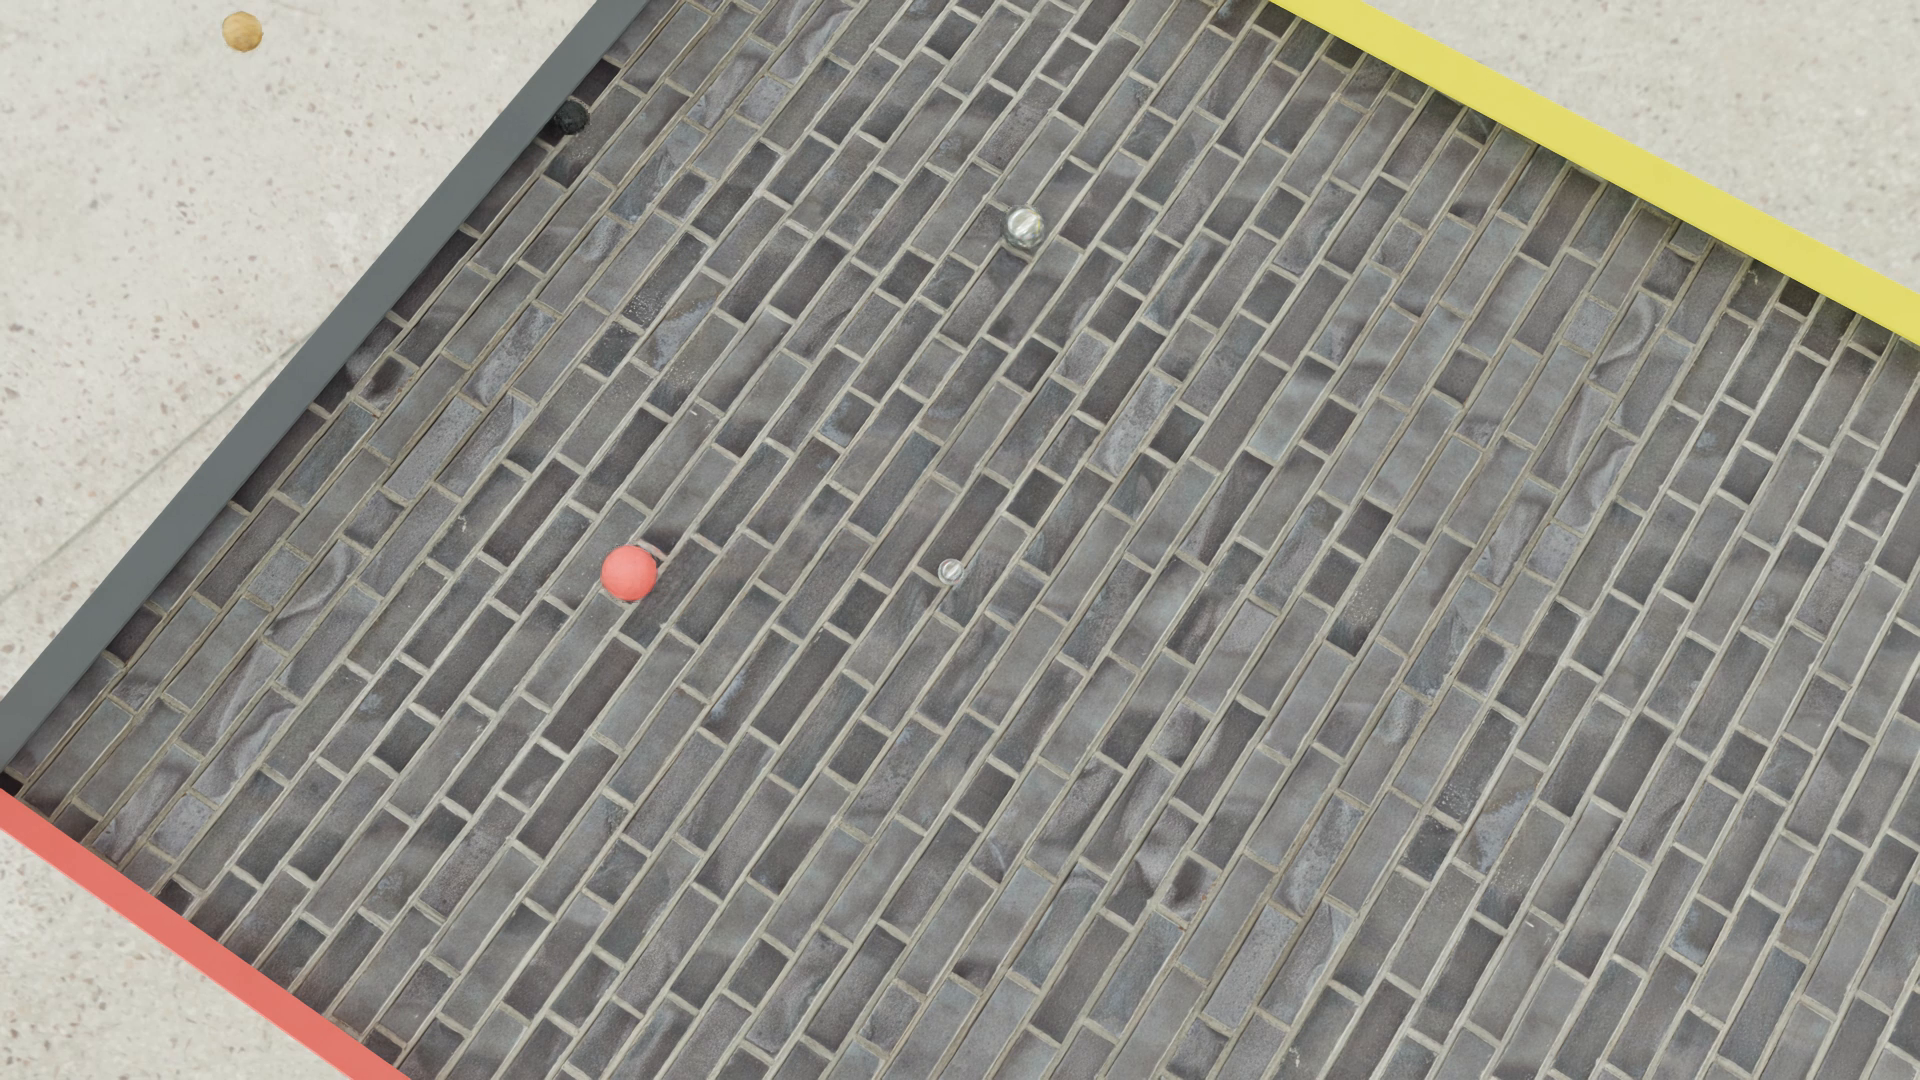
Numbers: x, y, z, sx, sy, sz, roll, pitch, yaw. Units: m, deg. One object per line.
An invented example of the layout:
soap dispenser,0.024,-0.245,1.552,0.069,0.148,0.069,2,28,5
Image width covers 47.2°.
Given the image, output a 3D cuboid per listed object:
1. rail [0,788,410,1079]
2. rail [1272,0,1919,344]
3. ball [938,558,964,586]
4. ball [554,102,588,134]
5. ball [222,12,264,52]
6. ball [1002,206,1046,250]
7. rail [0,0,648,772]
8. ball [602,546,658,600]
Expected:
rail,0.243,1.422,2.891,4.184,0.113,0.045,31,72,12
rail,1.508,-0.376,3.603,4.184,0.113,0.045,31,72,12
ball,-0.014,0.050,3.472,0.043,0.043,0.043,0,68,0
ball,-0.667,-0.724,3.771,0.056,0.056,0.056,0,68,0
ball,-1.396,-0.988,4.277,0.077,0.077,0.077,0,68,0
ball,0.106,-0.523,3.683,0.073,0.073,0.073,0,68,0
rail,-0.856,-0.529,3.663,0.045,0.113,2.358,31,72,12
ball,-0.518,0.052,3.448,0.087,0.087,0.087,0,68,0
